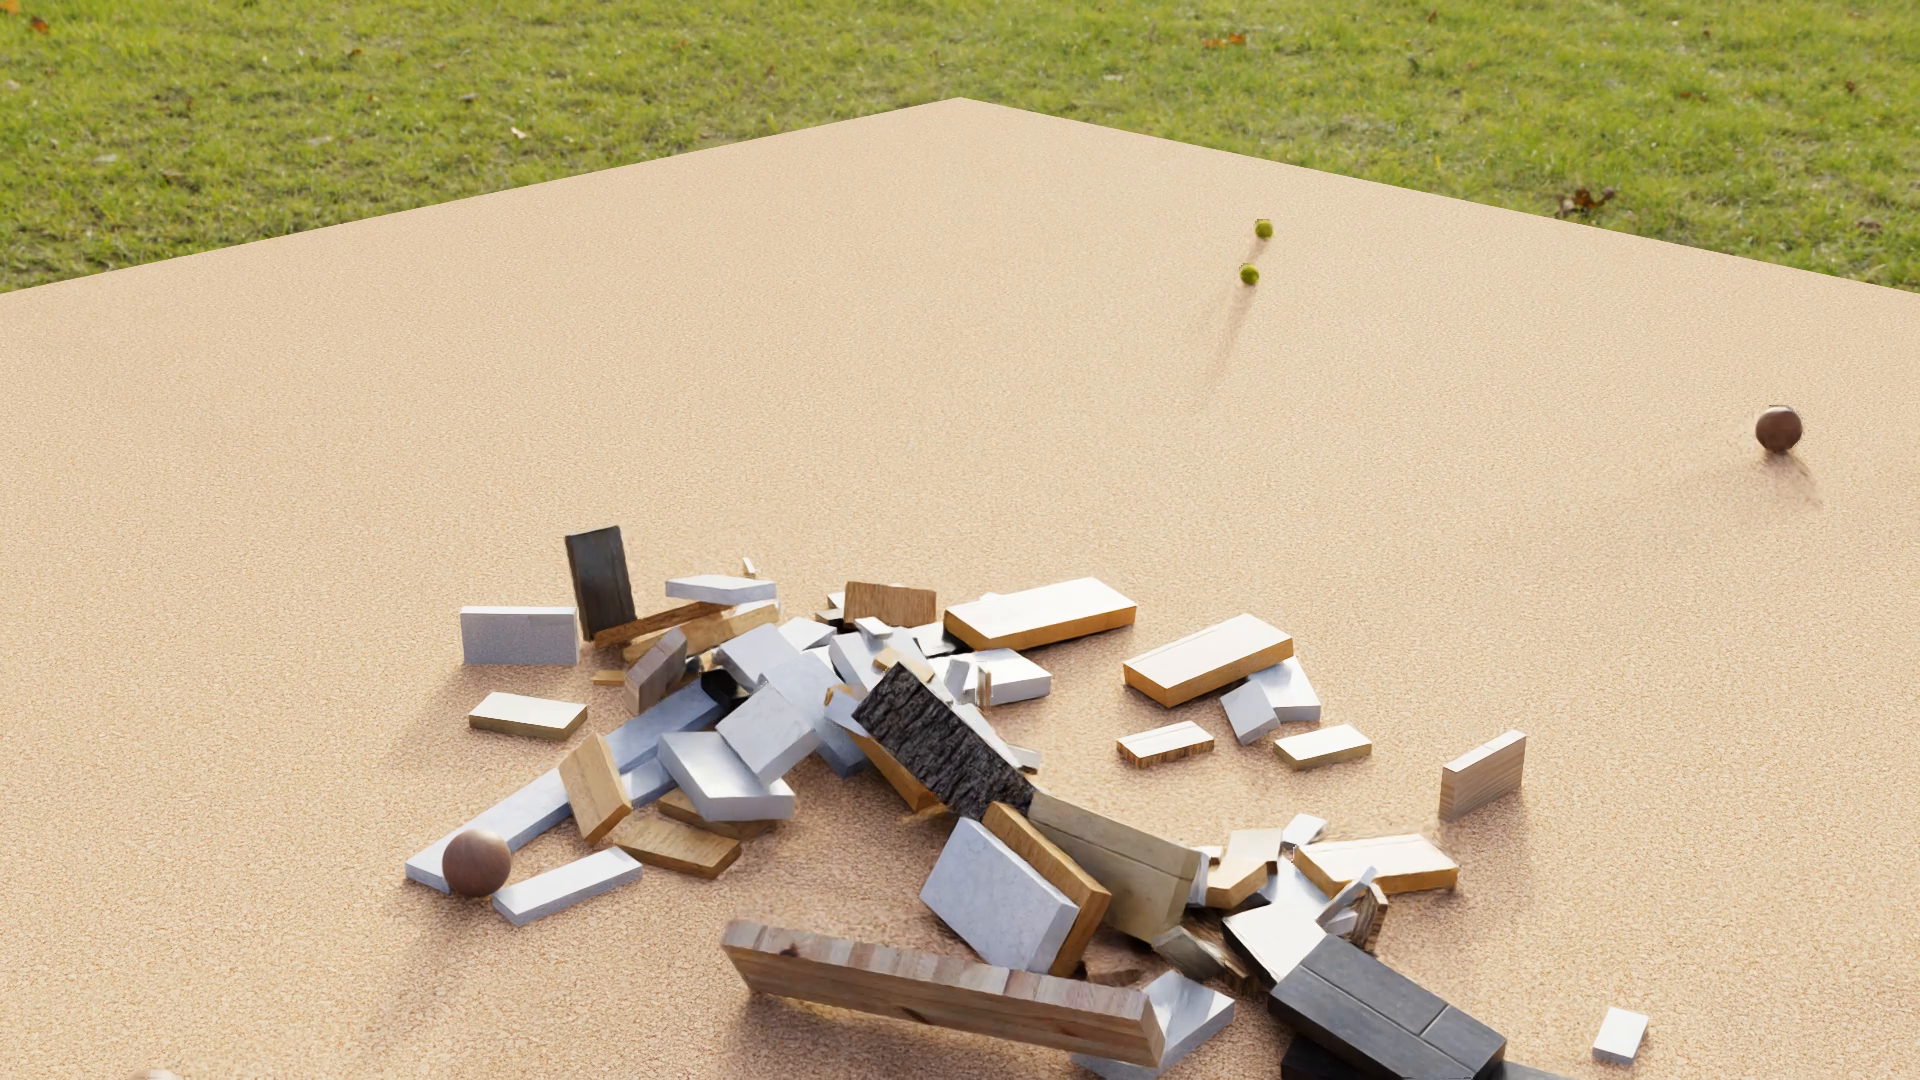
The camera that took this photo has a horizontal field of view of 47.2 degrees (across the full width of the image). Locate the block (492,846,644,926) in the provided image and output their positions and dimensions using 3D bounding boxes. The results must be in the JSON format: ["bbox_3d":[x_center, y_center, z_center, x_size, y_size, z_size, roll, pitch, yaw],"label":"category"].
[{"bbox_3d":[-0.745,0.656,4.180,0.272,0.027,0.094,-18,29,-36],"label":"block"}]

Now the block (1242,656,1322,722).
[{"bbox_3d":[0.714,0.330,4.936,0.131,0.037,0.261,-2,23,-5],"label":"block"}]

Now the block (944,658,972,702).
[{"bbox_3d":[-0.012,0.304,4.747,0.047,0.094,0.013,14,9,-32],"label":"block"}]

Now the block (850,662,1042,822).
[{"bbox_3d":[-0.011,0.432,4.271,0.439,0.144,0.041,41,1,22],"label":"block"}]

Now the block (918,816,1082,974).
[{"bbox_3d":[0.068,0.658,3.989,0.049,0.173,0.346,24,6,-37],"label":"block"}]

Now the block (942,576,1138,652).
[{"bbox_3d":[0.192,0.180,5.213,0.446,0.049,0.174,-11,29,-35],"label":"block"}]

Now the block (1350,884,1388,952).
[{"bbox_3d":[0.736,0.693,3.958,0.019,0.131,0.066,8,21,-11],"label":"block"}]

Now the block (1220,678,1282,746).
[{"bbox_3d":[0.632,0.374,4.790,0.094,0.027,0.187,-30,23,7],"label":"block"}]

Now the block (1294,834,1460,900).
[{"bbox_3d":[0.795,0.622,4.197,0.278,0.039,0.139,-2,21,-23],"label":"block"}]

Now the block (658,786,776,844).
[{"bbox_3d":[-0.490,0.545,4.437,0.218,0.031,0.109,15,27,31],"label":"block"}]

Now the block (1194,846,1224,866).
[{"bbox_3d":[0.401,0.599,4.157,0.187,0.016,0.057,-4,12,15],"label":"block"}]

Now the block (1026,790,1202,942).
[{"bbox_3d":[0.260,0.600,4.032,0.359,0.180,0.051,17,-3,40],"label":"block"}]

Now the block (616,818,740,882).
[{"bbox_3d":[-0.551,0.604,4.298,0.218,0.031,0.109,10,25,22],"label":"block"}]

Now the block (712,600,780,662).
[{"bbox_3d":[-0.506,0.214,5.223,0.090,0.026,0.307,4,23,8],"label":"block"}]

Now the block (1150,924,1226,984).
[{"bbox_3d":[0.394,0.715,3.783,0.059,0.267,0.017,-31,58,7],"label":"block"}]

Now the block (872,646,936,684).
[{"bbox_3d":[-0.117,0.270,4.619,0.121,0.017,0.060,27,35,16],"label":"block"}]

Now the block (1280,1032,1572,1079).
[{"bbox_3d":[0.948,0.917,3.482,0.883,0.039,0.139,11,39,28],"label":"block"}]

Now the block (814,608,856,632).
[{"bbox_3d":[-0.222,0.180,5.261,0.228,0.032,0.114,-8,10,-19],"label":"block"}]

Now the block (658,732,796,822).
[{"bbox_3d":[-0.480,0.478,4.484,0.180,0.051,0.359,1,16,-24],"label":"block"}]

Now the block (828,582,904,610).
[{"bbox_3d":[-0.220,0.149,5.376,0.188,0.027,0.094,-9,25,-21],"label":"block"}]

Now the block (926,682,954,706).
[{"bbox_3d":[-0.081,0.324,4.526,0.121,0.017,0.060,-6,40,-30],"label":"block"}]

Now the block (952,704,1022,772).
[{"bbox_3d":[0.021,0.413,4.392,0.113,0.032,0.227,-10,34,-24],"label":"block"}]

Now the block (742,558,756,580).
[{"bbox_3d":[-0.527,0.084,5.502,0.014,0.048,0.095,-7,24,-15],"label":"block"}]

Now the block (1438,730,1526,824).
[{"bbox_3d":[1.064,0.480,4.478,0.236,0.118,0.033,-19,30,-38],"label":"block"}]

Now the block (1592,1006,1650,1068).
[{"bbox_3d":[1.125,0.845,3.745,0.066,0.019,0.131,12,26,26],"label":"block"}]

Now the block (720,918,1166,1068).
[{"bbox_3d":[-0.036,0.758,3.693,0.754,0.173,0.049,6,54,22],"label":"block"}]

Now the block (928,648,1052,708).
[{"bbox_3d":[0.012,0.315,4.901,0.347,0.049,0.174,-7,22,-34],"label":"block"}]

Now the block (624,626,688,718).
[{"bbox_3d":[-0.652,0.289,4.714,0.041,0.287,0.144,42,70,7],"label":"block"}]

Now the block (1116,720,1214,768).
[{"bbox_3d":[0.439,0.437,4.698,0.187,0.027,0.094,-11,25,-25],"label":"block"}]

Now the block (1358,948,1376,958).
[{"bbox_3d":[0.682,0.754,3.876,0.059,0.017,0.117,15,27,32],"label":"block"}]

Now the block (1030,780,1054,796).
[{"bbox_3d":[0.154,0.540,4.290,0.288,0.032,0.113,30,38,27],"label":"block"}]

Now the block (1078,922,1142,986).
[{"bbox_3d":[0.255,0.739,3.984,0.098,0.028,0.195,-4,23,-10],"label":"block"}]

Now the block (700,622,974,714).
[{"bbox_3d":[-0.269,0.285,4.968,0.643,0.037,0.131,-11,30,-33],"label":"block"}]

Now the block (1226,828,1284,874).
[{"bbox_3d":[0.568,0.601,4.239,0.098,0.028,0.195,-5,10,12],"label":"block"}]

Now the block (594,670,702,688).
[{"bbox_3d":[-0.551,0.322,4.983,0.558,0.014,0.049,2,23,5],"label":"block"}]

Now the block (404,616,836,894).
[{"bbox_3d":[-0.678,0.426,4.690,0.114,0.032,1.275,14,28,29],"label":"block"}]
